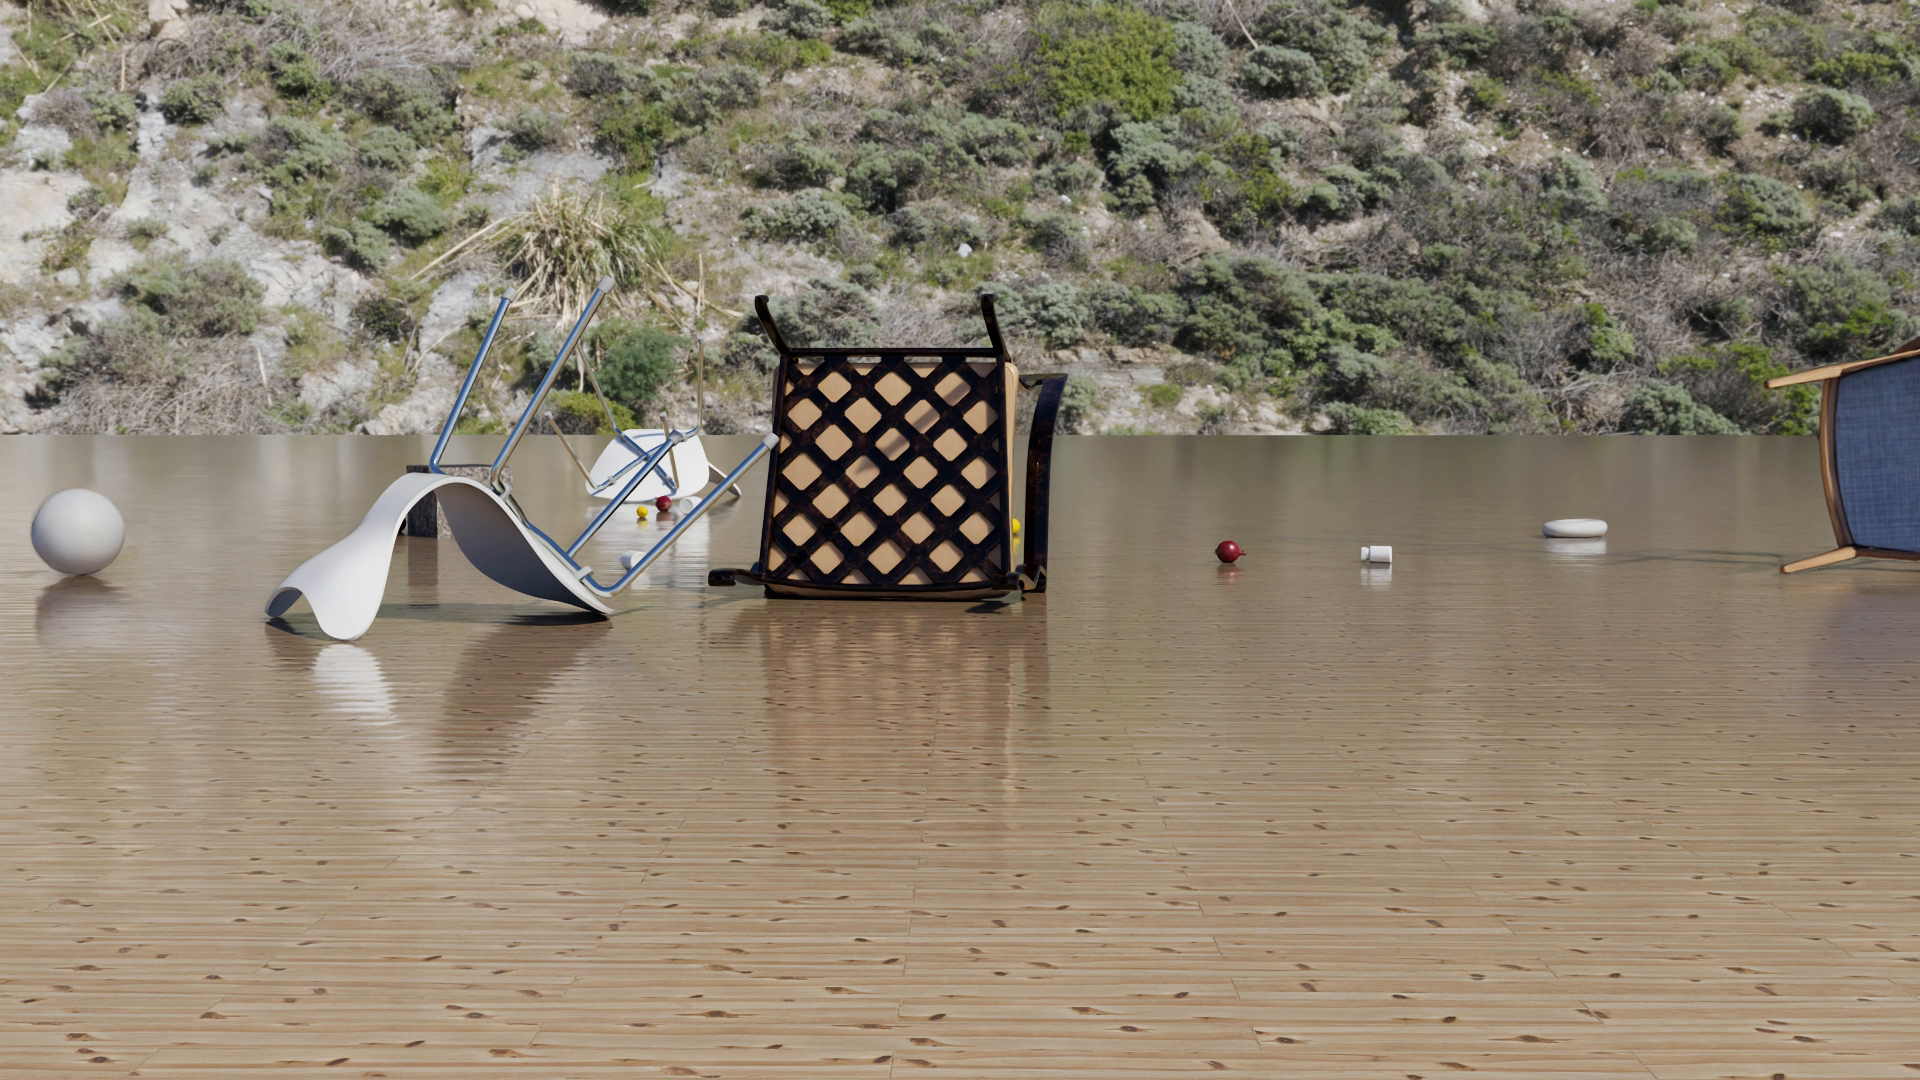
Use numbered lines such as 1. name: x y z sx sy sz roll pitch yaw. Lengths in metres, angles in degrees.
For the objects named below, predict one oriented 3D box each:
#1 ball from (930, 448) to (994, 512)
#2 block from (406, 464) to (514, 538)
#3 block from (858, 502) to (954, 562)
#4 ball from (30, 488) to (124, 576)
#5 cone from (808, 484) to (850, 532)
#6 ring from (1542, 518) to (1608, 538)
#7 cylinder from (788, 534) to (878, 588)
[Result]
1. ball: 0.004 -0.222 8.064 0.234 0.234 0.234 0 4 0
2. block: -1.545 -0.123 6.791 0.241 0.212 0.270 -3 5 -33
3. block: -0.142 -0.024 5.847 0.218 0.143 0.135 -2 5 -32
4. ball: -2.122 -0.019 5.292 0.210 0.210 0.210 0 4 0
5. cone: -0.416 -0.104 6.938 0.134 0.154 0.135 -1 4 -11
6. ring: 1.871 -0.035 6.694 0.161 0.050 0.283 2 5 44
7. cylinder: -0.285 0.048 4.951 0.180 0.122 0.186 0 3 5
